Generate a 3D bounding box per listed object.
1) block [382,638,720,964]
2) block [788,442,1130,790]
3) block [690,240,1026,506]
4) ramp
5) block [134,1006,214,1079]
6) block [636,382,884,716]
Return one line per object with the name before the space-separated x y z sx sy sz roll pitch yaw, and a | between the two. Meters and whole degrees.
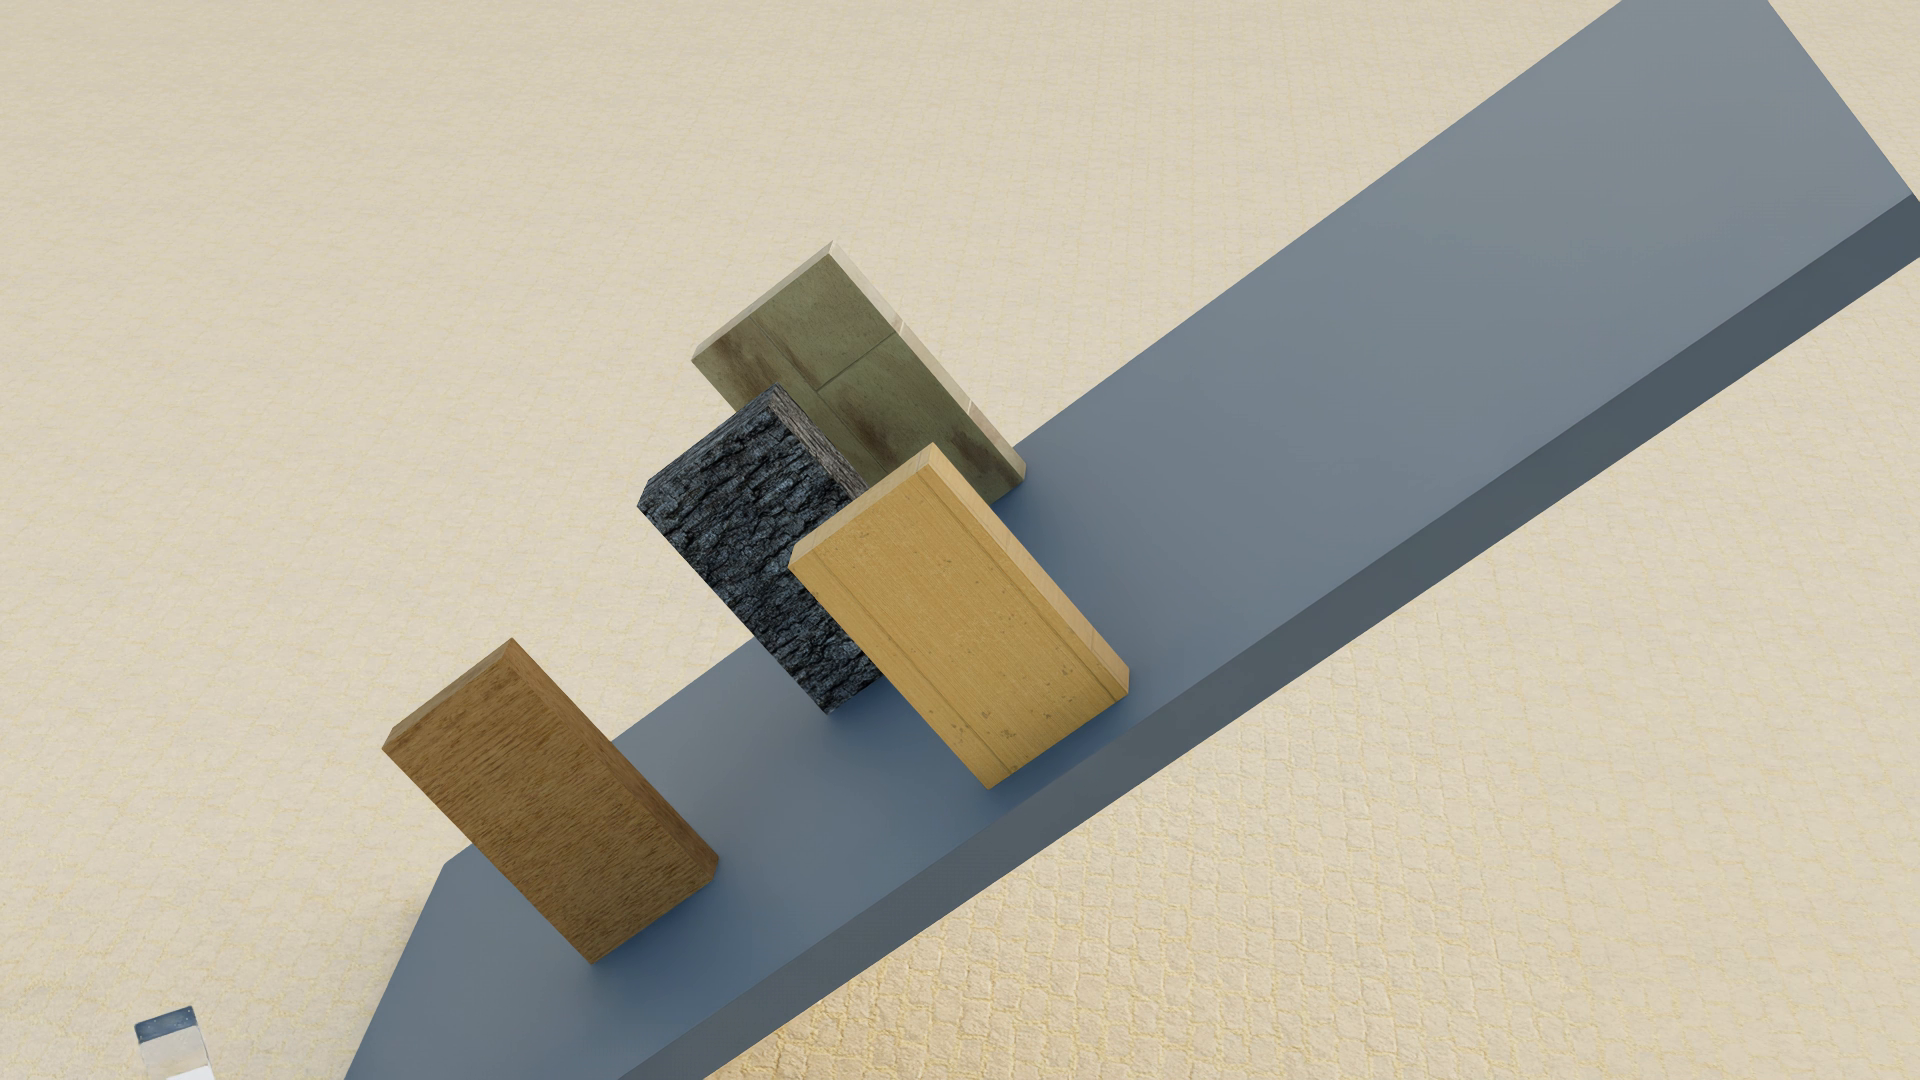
block | -0.865 0.559 6.241 0.351 0.660 0.098 -36 16 18
block | 0.002 0.146 5.459 0.335 0.581 0.105 -36 16 18
block | -0.237 -0.302 6.979 0.429 0.716 0.102 -36 16 18
ramp | 0.120 0.185 6.341 4.000 0.100 2.000 -36 16 18
block | -1.868 1.224 6.997 0.140 0.140 0.140 -17 44 -18
block | -0.349 0.023 6.506 0.384 0.642 0.150 -36 16 18
